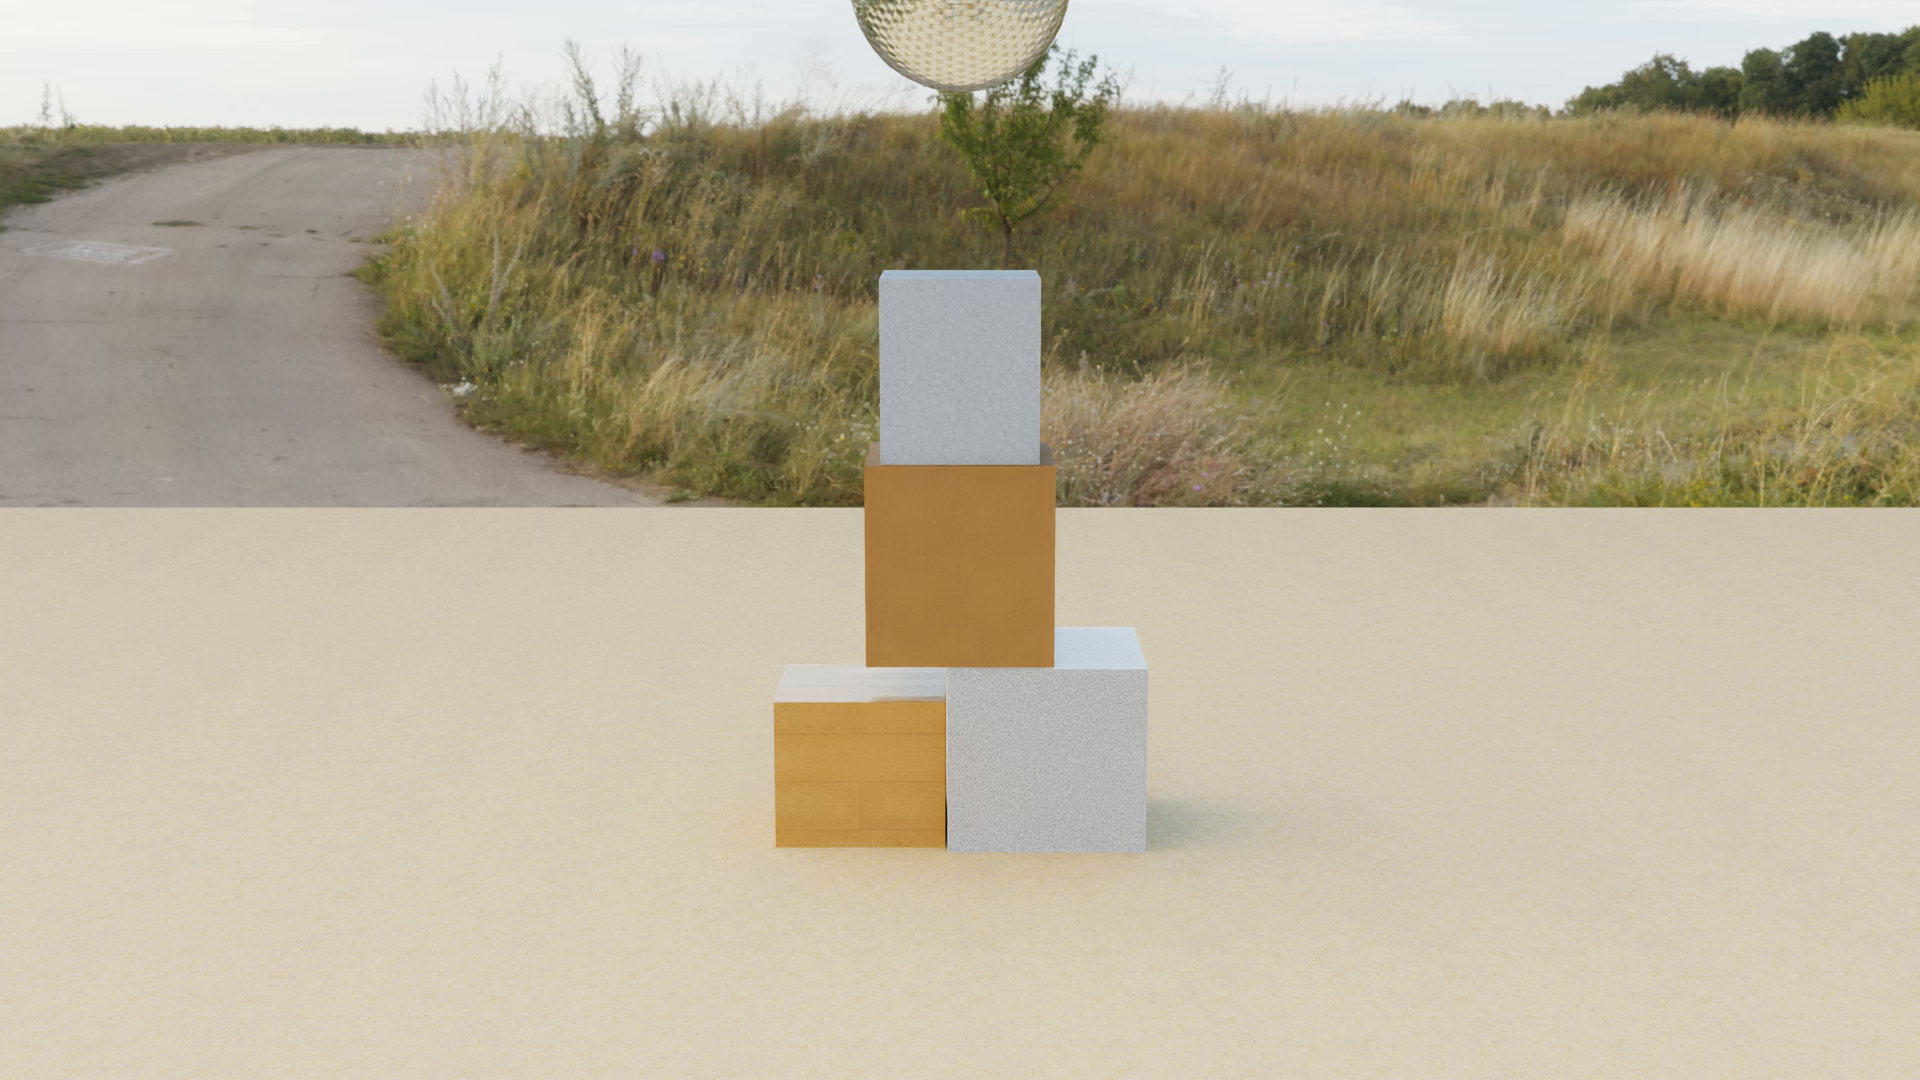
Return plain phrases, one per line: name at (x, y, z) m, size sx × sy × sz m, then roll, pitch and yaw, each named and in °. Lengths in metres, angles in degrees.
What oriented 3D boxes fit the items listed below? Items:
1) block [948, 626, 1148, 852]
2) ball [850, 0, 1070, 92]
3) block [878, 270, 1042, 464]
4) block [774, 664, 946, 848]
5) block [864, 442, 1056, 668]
block at (0.432, 1.013, 11.367) m, size 0.989 × 0.941 × 0.962 m, roll 0°, pitch 10°, yaw 0°
ball at (0.000, -4.008, 15.691) m, size 1.600 × 1.600 × 1.600 m, roll 0°, pitch 10°, yaw 0°
block at (0.000, -0.876, 11.007) m, size 0.779 × 0.902 × 0.728 m, roll 0°, pitch 10°, yaw 0°
block at (-0.499, 1.104, 11.390) m, size 0.854 × 0.753 × 0.808 m, roll 0°, pitch 10°, yaw 0°
block at (0.000, 0.057, 11.196) m, size 0.931 × 1.001 × 0.879 m, roll 0°, pitch 10°, yaw 0°
